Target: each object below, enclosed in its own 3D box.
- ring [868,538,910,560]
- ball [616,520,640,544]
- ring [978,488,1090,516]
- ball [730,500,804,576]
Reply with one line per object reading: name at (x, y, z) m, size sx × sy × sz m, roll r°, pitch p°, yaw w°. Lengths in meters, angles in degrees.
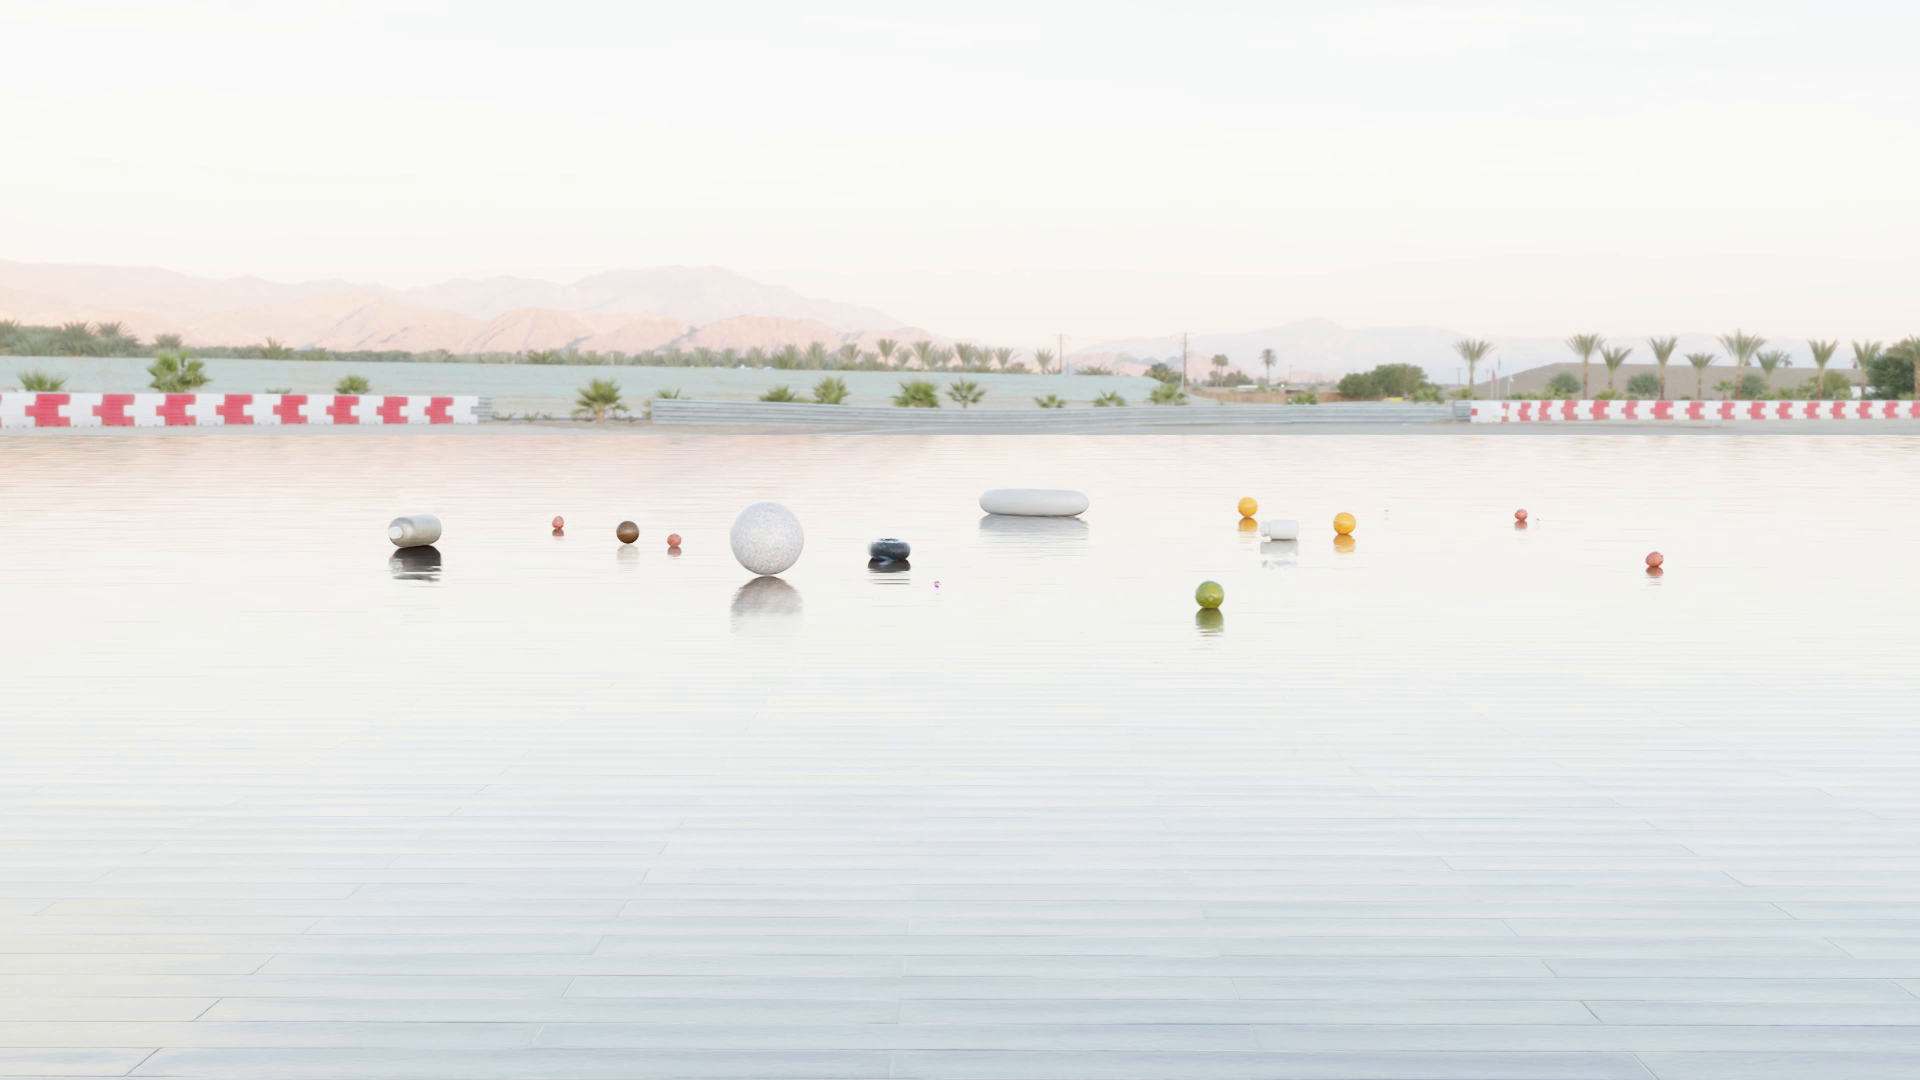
ring at (-0.189, 0.024, 5.837) m, size 0.110 × 0.050 × 0.184 m, roll -2°, pitch 5°, yaw -18°
ball at (-0.963, -0.023, 6.375) m, size 0.069 × 0.069 × 0.069 m, roll 0°, pitch 4°, yaw 0°
ring at (0.262, -0.135, 7.838) m, size 0.440 × 0.094 × 0.189 m, roll 2°, pitch 3°, yaw 31°
ball at (-0.464, -0.004, 5.291) m, size 0.180 × 0.180 × 0.180 m, roll 0°, pitch 4°, yaw 0°
